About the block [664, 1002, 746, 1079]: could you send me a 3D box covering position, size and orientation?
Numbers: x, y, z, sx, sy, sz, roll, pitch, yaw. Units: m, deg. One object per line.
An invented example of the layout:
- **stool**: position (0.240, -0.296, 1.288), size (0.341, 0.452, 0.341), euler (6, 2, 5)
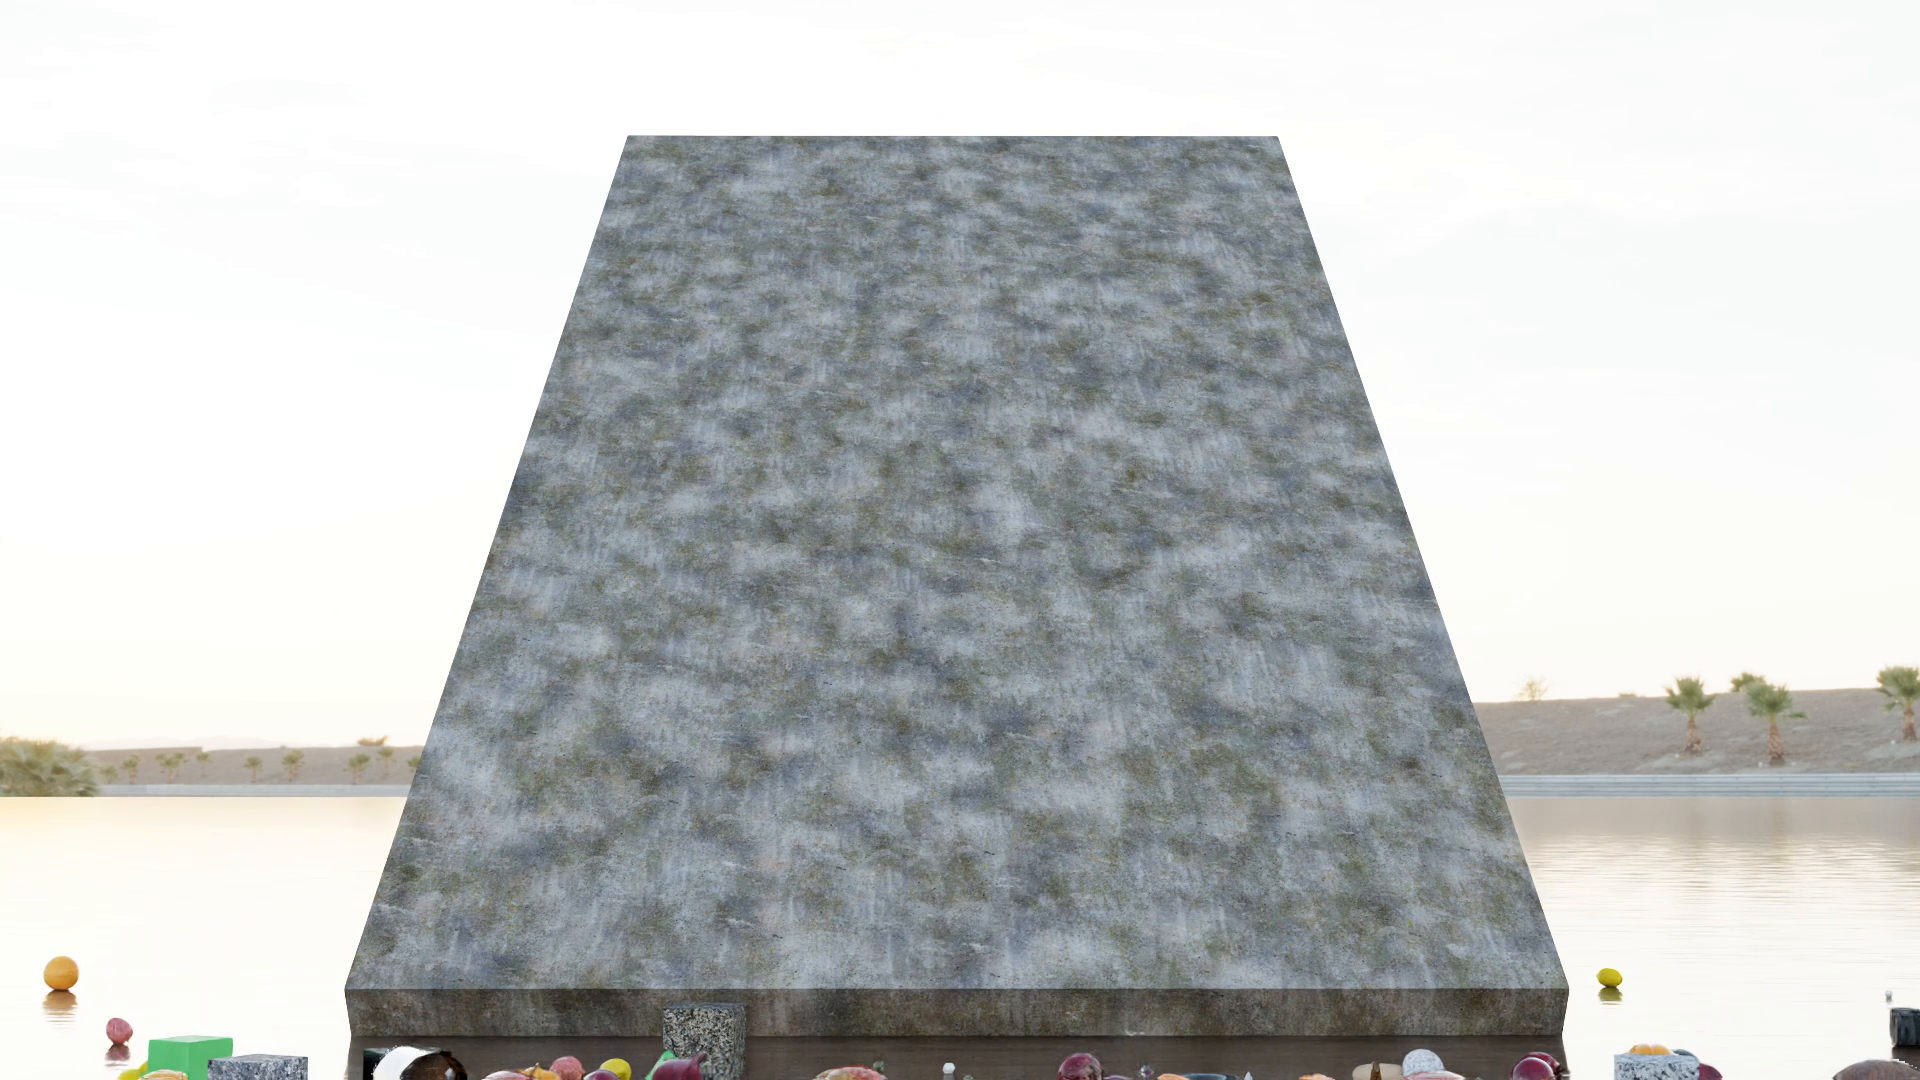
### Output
- **block**: position (-0.362, 0.710, 3.416), size (0.099, 0.099, 0.099), euler (-1, -6, 5)

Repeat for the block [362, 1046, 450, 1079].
- **block**: position (-0.688, 0.675, 2.993), size (0.082, 0.082, 0.082), euler (4, -7, -34)

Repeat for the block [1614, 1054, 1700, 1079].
- **block**: position (0.813, 0.652, 2.812), size (0.090, 0.090, 0.090), euler (-1, -6, 13)

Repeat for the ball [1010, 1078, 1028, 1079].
- **ball**: position (0.068, 0.654, 2.760), size (0.074, 0.074, 0.074), euler (0, -6, 0)

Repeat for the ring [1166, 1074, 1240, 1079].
- **ring**: position (0.305, 0.699, 3.030), size (0.125, 0.042, 0.125), euler (-2, -3, 0)

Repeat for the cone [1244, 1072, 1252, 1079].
- **cone**: position (0.316, 0.630, 2.636), size (0.097, 0.097, 0.097), euler (0, -6, 0)

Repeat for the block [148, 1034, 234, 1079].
- **block**: position (-1.018, 0.698, 3.188), size (0.076, 0.076, 0.076), euler (-3, -7, 30)

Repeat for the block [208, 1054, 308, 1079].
- **block**: position (-0.844, 0.664, 2.895), size (0.082, 0.082, 0.082), euler (-3, -7, 26)

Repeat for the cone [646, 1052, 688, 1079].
- **cone**: position (-0.401, 0.717, 3.157), size (0.070, 0.070, 0.070), euler (-28, -10, 6)

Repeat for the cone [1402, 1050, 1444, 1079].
- **cone**: position (0.632, 0.736, 3.308), size (0.056, 0.056, 0.056), euler (0, -33, 1)

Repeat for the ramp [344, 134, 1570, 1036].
- **ramp**: position (-0.013, -0.213, 5.693), size (2.000, 0.100, 4.000), euler (0, 30, 0)

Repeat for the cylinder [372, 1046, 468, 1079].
- **cylinder**: position (-0.652, 0.662, 2.912), size (0.091, 0.091, 0.091), euler (4, -7, -31)

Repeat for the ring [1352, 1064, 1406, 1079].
- **ring**: position (0.579, 0.737, 3.317), size (0.077, 0.026, 0.077), euler (-1, -5, 0)

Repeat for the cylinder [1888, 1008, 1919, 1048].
- **cylinder**: position (1.506, 0.771, 3.808), size (0.060, 0.060, 0.060), euler (-1, -6, 9)
